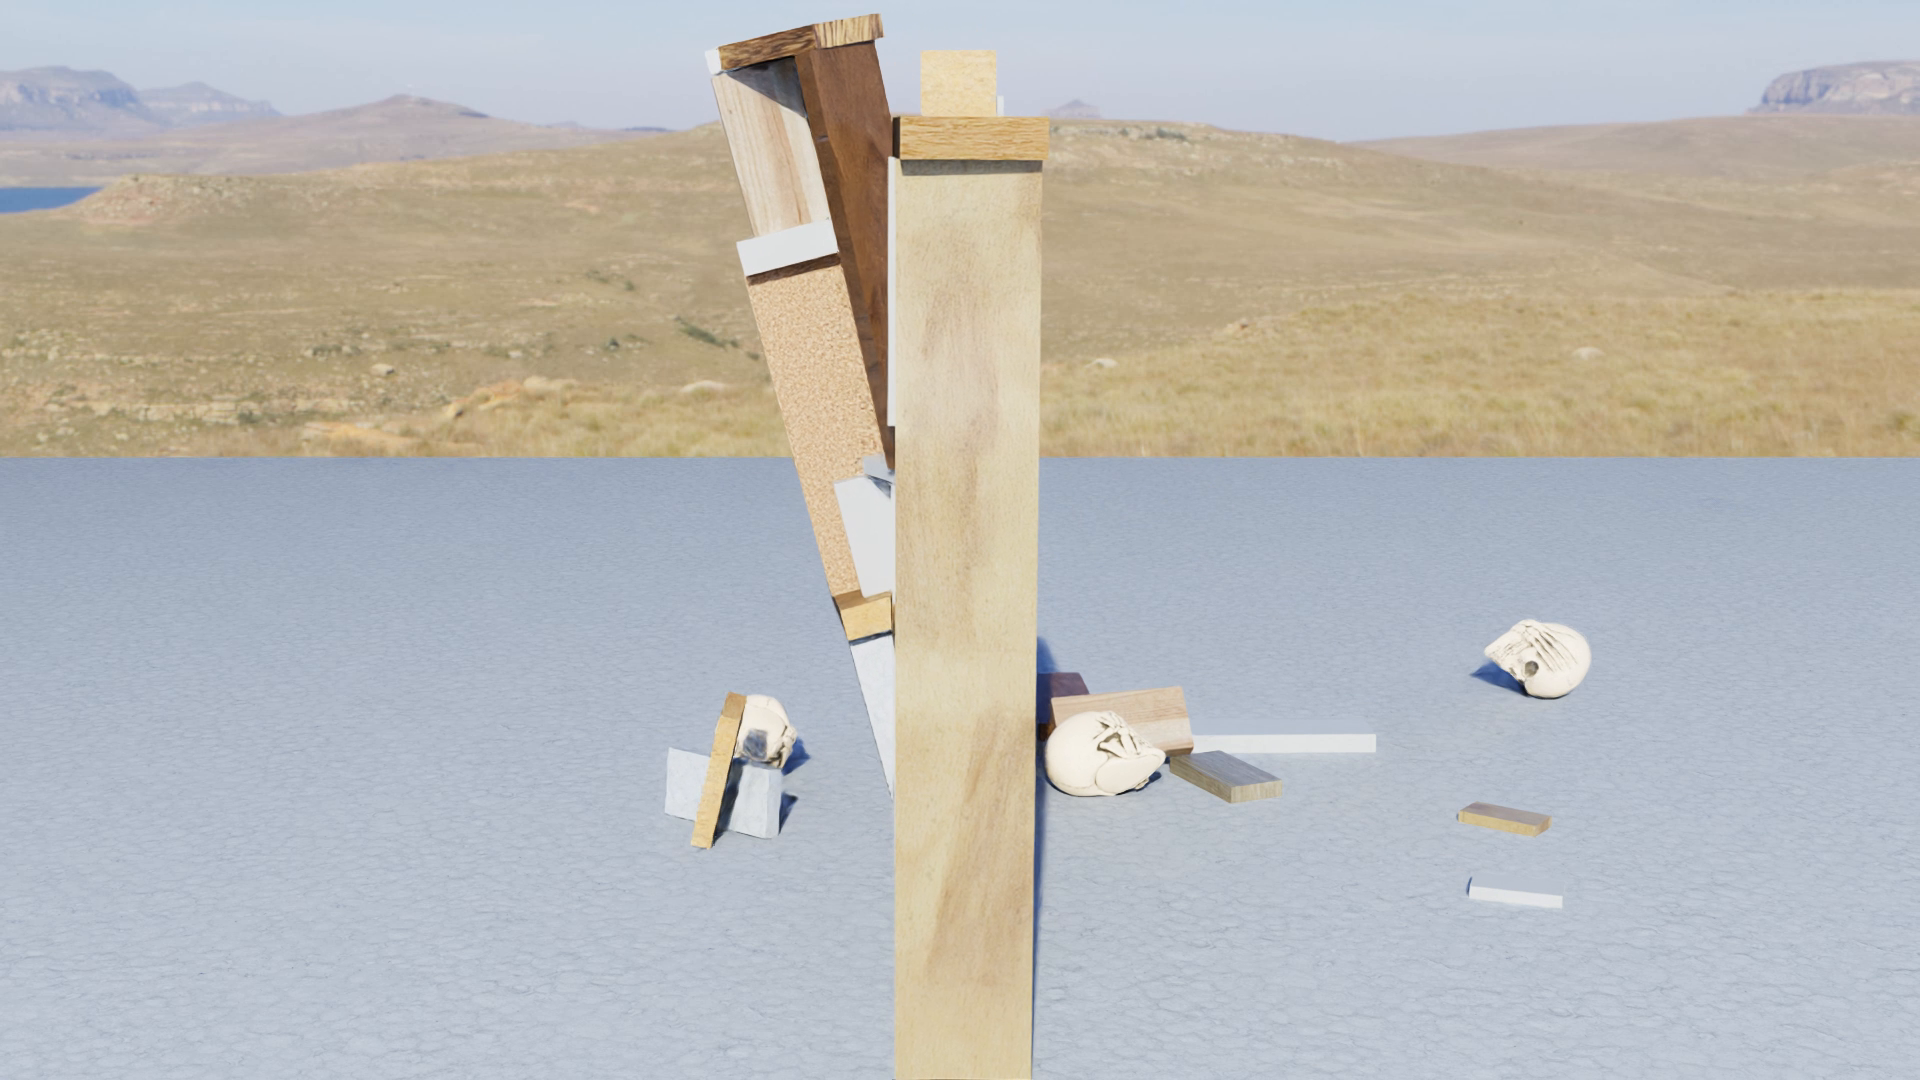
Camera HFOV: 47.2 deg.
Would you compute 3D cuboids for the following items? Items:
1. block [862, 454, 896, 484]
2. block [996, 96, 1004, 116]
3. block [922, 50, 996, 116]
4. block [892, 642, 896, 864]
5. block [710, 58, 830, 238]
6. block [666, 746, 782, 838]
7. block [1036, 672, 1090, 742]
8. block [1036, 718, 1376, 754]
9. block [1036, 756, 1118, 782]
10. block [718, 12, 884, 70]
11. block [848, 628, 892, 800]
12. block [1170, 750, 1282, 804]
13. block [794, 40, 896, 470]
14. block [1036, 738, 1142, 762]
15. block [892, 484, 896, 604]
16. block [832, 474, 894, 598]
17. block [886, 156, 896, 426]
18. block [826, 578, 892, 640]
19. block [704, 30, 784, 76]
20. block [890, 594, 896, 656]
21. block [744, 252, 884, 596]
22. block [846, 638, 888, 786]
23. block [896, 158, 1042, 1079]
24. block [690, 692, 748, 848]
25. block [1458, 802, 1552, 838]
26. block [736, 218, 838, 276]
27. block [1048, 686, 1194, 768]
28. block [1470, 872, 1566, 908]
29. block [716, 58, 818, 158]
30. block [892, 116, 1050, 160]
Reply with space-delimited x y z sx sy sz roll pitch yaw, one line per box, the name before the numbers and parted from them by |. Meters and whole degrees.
block | -0.063 -0.101 3.133 0.085 0.024 0.169 -10 15 -27
block | 0.005 -0.754 3.841 0.138 0.039 0.276 0 11 0
block | -0.002 -0.621 3.684 0.125 0.388 0.035 0 9 1
block | -0.013 0.297 3.164 0.166 0.332 0.047 -1 11 -4
block | -0.273 -0.569 3.192 0.117 0.235 0.033 -16 11 -7
block | -0.434 0.459 4.022 0.249 0.125 0.035 8 7 36
block | 0.203 0.339 4.504 0.133 0.038 0.266 -2 18 -8
block | 0.502 0.405 4.560 0.697 0.038 0.133 0 11 -1
block | 0.231 0.453 4.349 0.148 0.021 0.074 3 11 15
block | -0.225 -0.698 3.081 0.117 0.033 0.235 -20 15 -36
block | -0.049 0.272 3.283 0.163 0.327 0.046 -16 10 -5
block | 0.517 0.460 4.282 0.114 0.032 0.229 -5 12 -24
block | -0.110 -0.394 3.056 0.117 0.581 0.033 -21 14 -40
block | 0.266 0.396 4.447 0.229 0.032 0.114 5 20 14
block | -0.054 0.005 3.106 0.085 0.169 0.024 0 11 -1
block | -0.124 -0.011 3.230 0.085 0.175 0.024 -16 14 -6
block | -0.008 -0.334 2.955 0.178 0.356 0.050 0 11 -5
block | -0.110 0.080 3.357 0.163 0.046 0.327 -16 10 -5
block | -0.306 -0.735 3.331 0.122 0.034 0.243 -14 10 5
block | -0.007 0.131 3.022 0.166 0.047 0.332 -1 11 -3
block | -0.170 -0.177 3.292 0.177 0.495 0.050 -15 10 0
block | -0.066 0.260 3.505 0.163 0.370 0.046 -15 10 0
block | 0.007 0.132 2.801 0.178 1.216 0.050 0 11 0
block | -0.428 0.409 3.913 0.035 0.249 0.125 14 16 -3
block | 1.000 0.512 4.034 0.148 0.021 0.074 8 13 37
block | -0.232 -0.460 3.356 0.177 0.050 0.354 -14 10 3
block | 0.319 0.369 4.358 0.266 0.133 0.038 -5 -29 -9
block | 0.927 0.582 3.655 0.149 0.021 0.074 4 11 19
block | -0.271 -0.588 3.272 0.121 0.243 0.034 -14 10 2
block | 0.008 -0.512 2.797 0.178 0.050 0.356 0 11 -3
